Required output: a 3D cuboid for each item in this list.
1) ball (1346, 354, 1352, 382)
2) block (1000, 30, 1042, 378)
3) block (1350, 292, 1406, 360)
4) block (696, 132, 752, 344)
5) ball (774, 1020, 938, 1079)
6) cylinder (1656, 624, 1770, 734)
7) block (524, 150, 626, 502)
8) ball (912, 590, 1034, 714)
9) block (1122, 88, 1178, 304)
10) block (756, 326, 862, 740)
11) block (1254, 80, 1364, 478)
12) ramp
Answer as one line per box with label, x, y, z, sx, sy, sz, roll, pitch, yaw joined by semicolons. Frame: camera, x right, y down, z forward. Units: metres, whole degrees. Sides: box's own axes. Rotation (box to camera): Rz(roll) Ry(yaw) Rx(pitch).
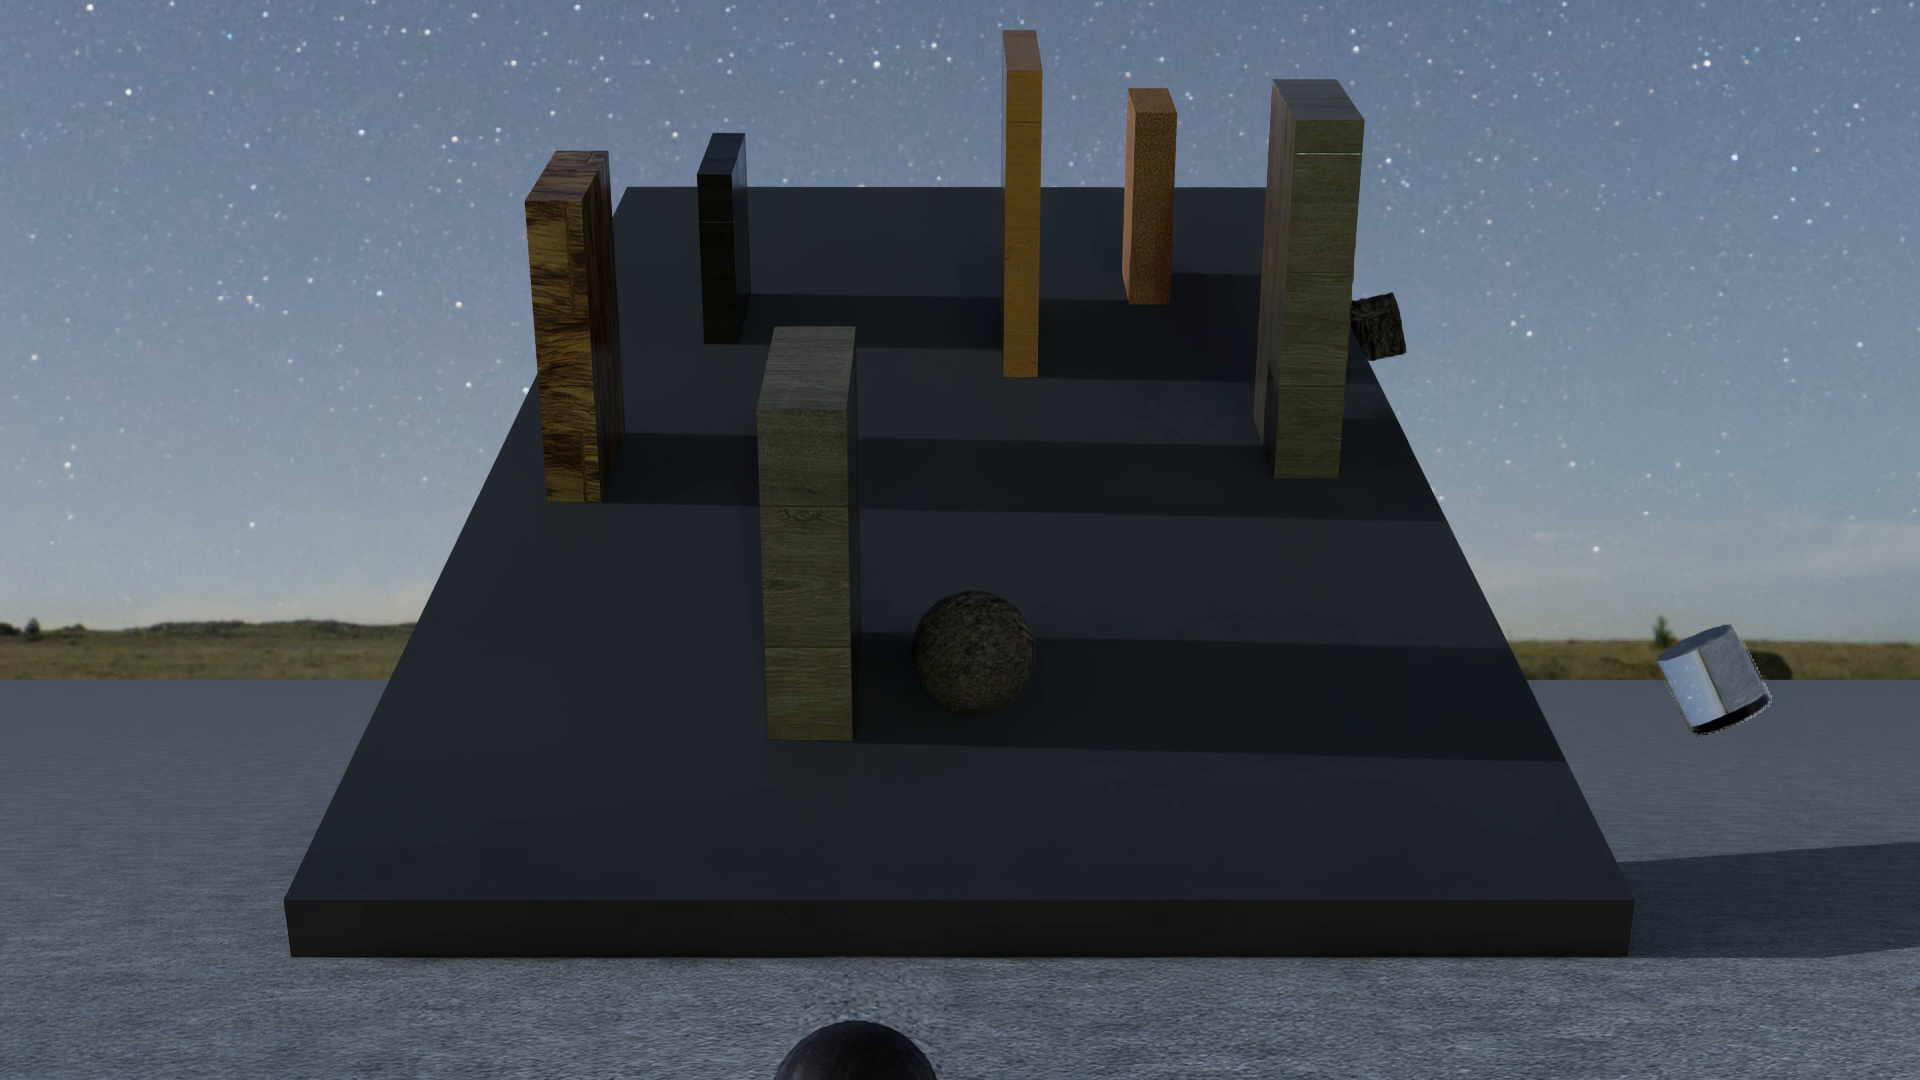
ball;0.839;-0.394;5.287;0.108;0.108;0.108;0;-3;0
block;0.144;-0.813;5.584;0.081;0.733;0.449;0;24;0
block;1.077;-0.549;6.005;0.121;0.121;0.121;-12;27;8
block;-0.591;-0.763;5.845;0.083;0.429;0.410;0;24;0
ball;-0.085;0.461;1.879;0.142;0.142;0.142;0;-3;0
cylinder;1.518;0.280;4.684;0.164;0.164;0.164;-27;0;0
block;-0.801;-0.453;4.876;0.111;0.641;0.397;0;24;0
ball;0.023;0.191;3.953;0.209;0.209;0.209;0;-3;0
block;0.492;-0.898;6.063;0.105;0.504;0.276;0;24;0
block;-0.250;-0.017;3.953;0.141;0.589;0.411;0;24;0
block;0.738;-0.559;4.960;0.138;0.773;0.366;0;24;0
ramp;-0.008;-0.228;5.287;2.000;0.100;4.000;0;24;0
